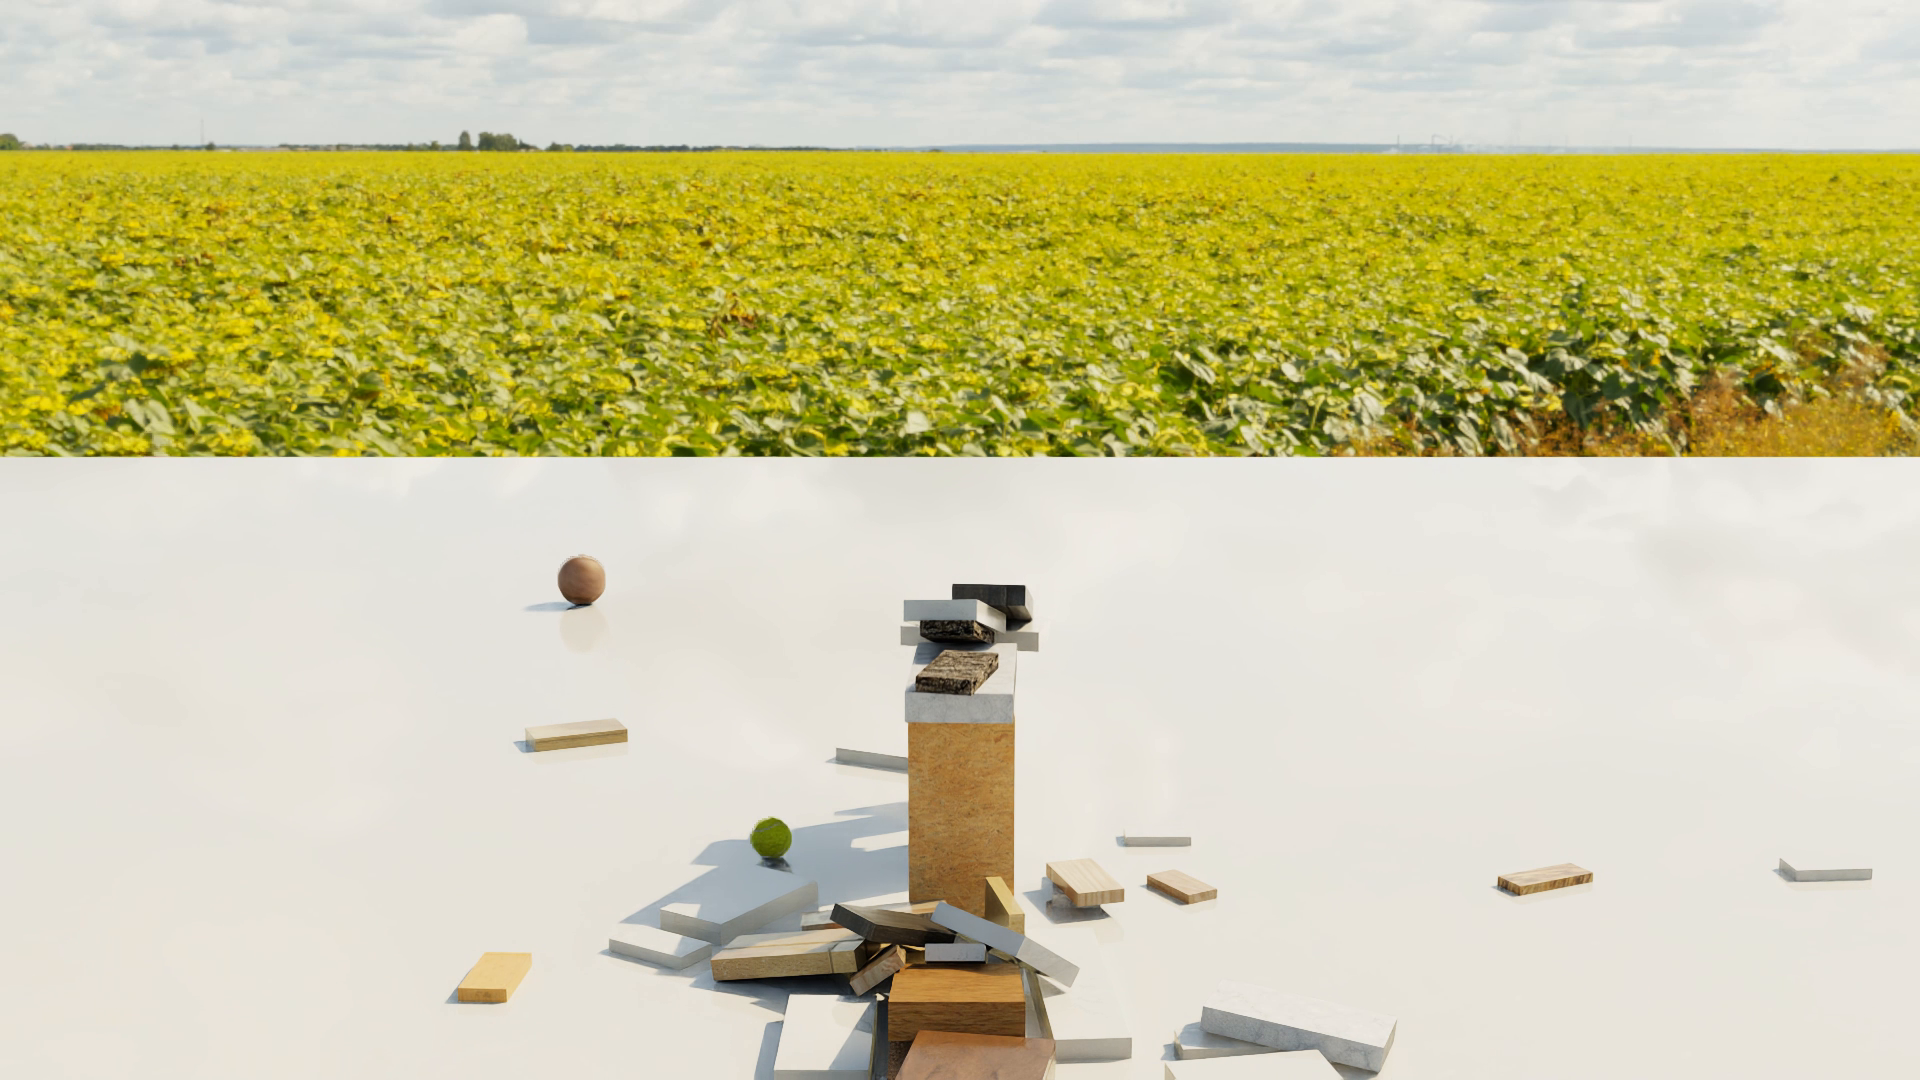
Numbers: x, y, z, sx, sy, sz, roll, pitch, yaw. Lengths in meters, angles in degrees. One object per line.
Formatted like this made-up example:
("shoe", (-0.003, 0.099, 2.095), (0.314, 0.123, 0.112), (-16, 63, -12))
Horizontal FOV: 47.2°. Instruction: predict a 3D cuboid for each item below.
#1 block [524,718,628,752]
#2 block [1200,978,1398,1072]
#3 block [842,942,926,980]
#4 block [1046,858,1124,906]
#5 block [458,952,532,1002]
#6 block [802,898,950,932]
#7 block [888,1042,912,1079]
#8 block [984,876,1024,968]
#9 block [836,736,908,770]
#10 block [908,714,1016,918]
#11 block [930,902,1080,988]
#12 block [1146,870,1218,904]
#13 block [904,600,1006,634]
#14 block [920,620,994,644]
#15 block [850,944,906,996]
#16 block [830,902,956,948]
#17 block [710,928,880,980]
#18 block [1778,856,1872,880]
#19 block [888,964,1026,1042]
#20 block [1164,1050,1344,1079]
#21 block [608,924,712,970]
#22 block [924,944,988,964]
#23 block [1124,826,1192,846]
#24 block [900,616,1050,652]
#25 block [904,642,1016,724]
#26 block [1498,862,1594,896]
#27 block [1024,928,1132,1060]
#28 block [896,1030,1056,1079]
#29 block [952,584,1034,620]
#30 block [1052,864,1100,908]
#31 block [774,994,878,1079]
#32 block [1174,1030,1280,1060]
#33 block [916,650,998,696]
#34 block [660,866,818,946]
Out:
("block", (-0.800, 0.406, 4.585), (0.193, 0.027, 0.097), (-5, 11, -23))
("block", (0.471, 0.671, 3.053), (0.250, 0.035, 0.125), (10, 11, 18))
("block", (-0.110, 0.633, 3.371), (0.173, 0.024, 0.086), (-6, 12, -28))
("block", (0.205, 0.564, 3.626), (0.080, 0.023, 0.159), (-3, 11, -16))
("block", (-0.693, 0.651, 3.282), (0.072, 0.021, 0.145), (1, 11, 4))
("block", (-0.132, 0.597, 3.439), (0.229, 0.032, 0.114), (-5, 1, -4))
("block", (-0.004, 0.719, 2.838), (0.179, 0.051, 0.358), (0, 11, 0))
("block", (0.069, 0.593, 3.416), (0.024, 0.086, 0.173), (-1, 10, -11))
("block", (-0.142, 0.432, 4.443), (0.194, 0.027, 0.097), (5, 12, 26))
("block", (0.002, 0.441, 3.544), (0.170, 0.339, 0.048), (0, 11, -2))
("block", (0.064, 0.594, 3.237), (0.114, 0.032, 0.229), (35, -14, -30))
("block", (0.371, 0.580, 3.679), (0.058, 0.017, 0.117), (-6, 12, -31))
("block", (-0.007, 0.134, 3.780), (0.126, 0.036, 0.251), (-1, -8, 12))
("block", (-0.003, 0.160, 3.746), (0.090, 0.026, 0.222), (-1, -8, 10))
("block", (-0.119, 0.624, 3.211), (0.080, 0.023, 0.159), (-33, -3, -3))
("block", (-0.099, 0.578, 3.283), (0.090, 0.026, 0.181), (19, 0, 42))
("block", (-0.246, 0.621, 3.303), (0.229, 0.032, 0.114), (-7, 6, 17))
("block", (1.482, 0.562, 3.766), (0.133, 0.019, 0.067), (-1, 11, -4))
("block", (-0.004, 0.638, 3.047), (0.179, 0.051, 0.358), (0, -3, 0))
("block", (0.388, 0.717, 2.903), (0.214, 0.030, 0.107), (-2, 11, -11))
("block", (-0.464, 0.629, 3.401), (0.145, 0.021, 0.072), (7, 13, 33))
("block", (-0.004, 0.617, 3.258), (0.086, 0.024, 0.173), (0, -15, 2))
("block", (0.353, 0.531, 3.941), (0.117, 0.017, 0.058), (0, 11, 0))
("block", (0.029, 0.164, 3.966), (0.251, 0.036, 0.126), (2, 11, 11))
("block", (0.005, 0.231, 3.606), (0.170, 0.048, 0.339), (0, 11, 2))
("block", (0.989, 0.573, 3.716), (0.156, 0.017, 0.058), (-5, 12, -26))
("block", (0.167, 0.658, 3.219), (0.107, 0.030, 0.426), (-1, 11, -4))
("block", (0.004, 0.697, 2.676), (0.179, 0.051, 0.358), (2, 11, 10))
("block", (0.060, 0.109, 3.862), (0.126, 0.036, 0.251), (1, -7, 5))
("block", (0.195, 0.577, 3.678), (0.080, 0.023, 0.159), (1, 11, 3))
("block", (-0.182, 0.692, 3.024), (0.125, 0.035, 0.255), (0, 11, 0))
("block", (0.368, 0.697, 3.040), (0.133, 0.019, 0.067), (-1, 11, -5))
("block", (-0.003, 0.211, 3.515), (0.090, 0.026, 0.181), (3, 11, 14))
("block", (-0.356, 0.591, 3.567), (0.125, 0.035, 0.250), (7, 13, 33))
